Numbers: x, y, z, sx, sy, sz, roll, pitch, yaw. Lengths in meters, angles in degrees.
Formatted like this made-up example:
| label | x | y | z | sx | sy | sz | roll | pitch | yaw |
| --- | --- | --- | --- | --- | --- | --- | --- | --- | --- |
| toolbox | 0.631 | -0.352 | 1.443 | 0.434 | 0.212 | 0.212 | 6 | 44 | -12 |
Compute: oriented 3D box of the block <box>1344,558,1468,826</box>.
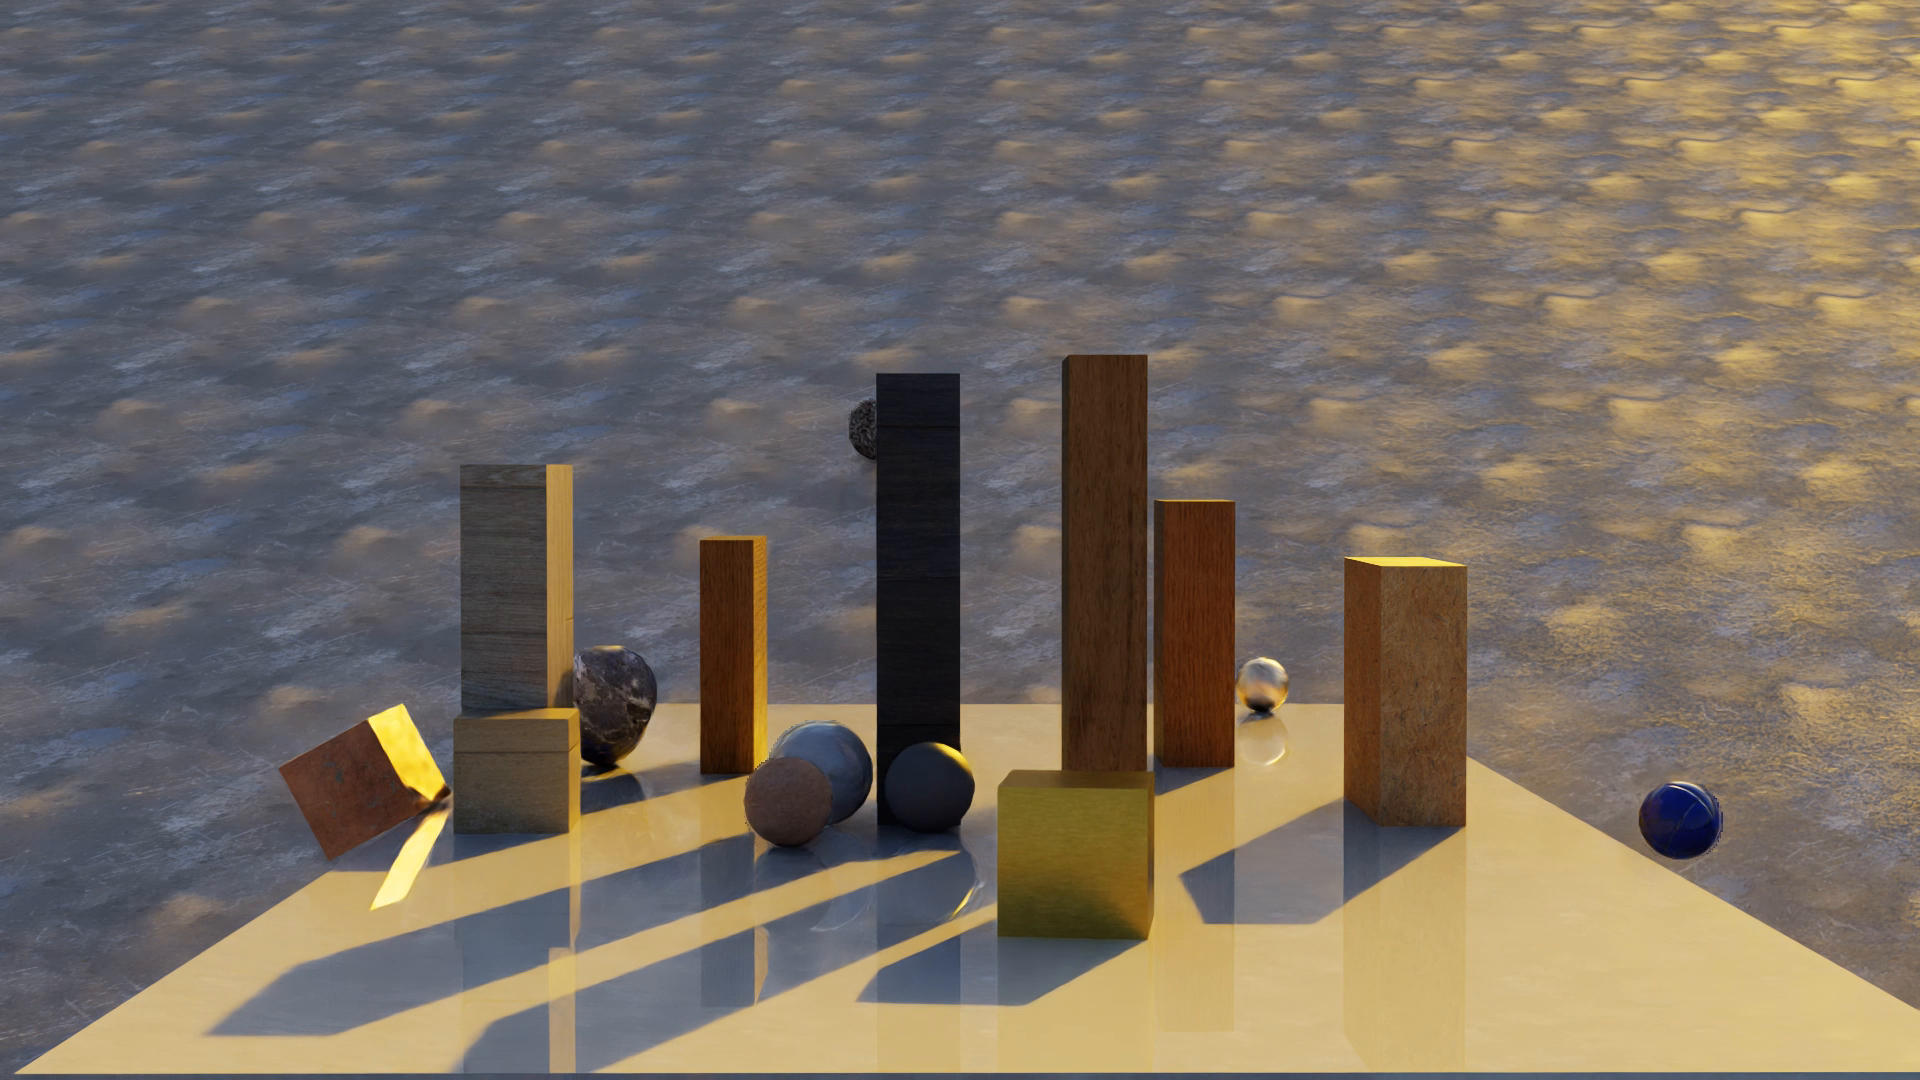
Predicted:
| label | x | y | z | sx | sy | sz | roll | pitch | yaw |
| --- | --- | --- | --- | --- | --- | --- | --- | --- | --- |
| block | 0.775 | 0.256 | 4.517 | 0.144 | 0.437 | 0.409 | 0 | 2 | 0 |

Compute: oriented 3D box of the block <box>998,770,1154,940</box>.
| label | x | y | z | sx | sy | sz | roll | pitch | yaw |
| --- | --- | --- | --- | --- | --- | --- | --- | --- | --- |
| block | 0.155 | 0.410 | 3.388 | 0.192 | 0.192 | 0.192 | 0 | 2 | 7 |

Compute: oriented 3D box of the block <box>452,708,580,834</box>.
| label | x | y | z | sx | sy | sz | roll | pitch | yaw |
| --- | --- | --- | --- | --- | --- | --- | --- | --- | --- |
| block | -0.743 | 0.386 | 4.333 | 0.189 | 0.189 | 0.189 | 0 | 2 | -3 |

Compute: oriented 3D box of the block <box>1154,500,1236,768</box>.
| label | x | y | z | sx | sy | sz | roll | pitch | yaw |
| --- | --- | --- | --- | --- | --- | --- | --- | --- | --- |
| block | 0.480 | 0.186 | 5.298 | 0.143 | 0.534 | 0.260 | 0 | 2 | 0 |

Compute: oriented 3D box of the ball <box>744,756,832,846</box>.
| label | x | y | z | sx | sy | sz | roll | pitch | yaw |
| --- | --- | --- | --- | --- | --- | --- | --- | --- | --- |
| ball | -0.273 | 0.416 | 4.099 | 0.142 | 0.142 | 0.142 | 0 | 25 | 0 |

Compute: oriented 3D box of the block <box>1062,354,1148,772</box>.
| label | x | y | z | sx | sy | sz | roll | pitch | yaw |
| --- | --- | --- | --- | --- | --- | --- | --- | --- | --- |
| block | 0.239 | 0.089 | 4.304 | 0.127 | 0.783 | 0.278 | 0 | 2 | 0 |

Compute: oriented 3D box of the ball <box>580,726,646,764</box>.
| label | x | y | z | sx | sy | sz | roll | pitch | yaw |
| --- | --- | --- | --- | --- | --- | --- | --- | --- | --- |
| ball | -0.726 | 0.366 | 5.237 | 0.179 | 0.179 | 0.179 | 0 | 25 | 0 |

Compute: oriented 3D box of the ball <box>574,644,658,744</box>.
| label | x | y | z | sx | sy | sz | roll | pitch | yaw |
| --- | --- | --- | --- | --- | --- | --- | --- | --- | --- |
| ball | -0.691 | 0.302 | 5.050 | 0.195 | 0.195 | 0.195 | 0 | 25 | 0 |

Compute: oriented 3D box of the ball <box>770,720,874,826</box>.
| label | x | y | z | sx | sy | sz | roll | pitch | yaw |
| --- | --- | --- | --- | --- | --- | --- | --- | --- | --- |
| ball | -0.234 | 0.392 | 4.330 | 0.177 | 0.177 | 0.177 | 0 | 25 | 0 |

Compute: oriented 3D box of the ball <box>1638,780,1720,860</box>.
| label | x | y | z | sx | sy | sz | roll | pitch | yaw |
| --- | --- | --- | --- | --- | --- | --- | --- | --- | --- |
| ball | 1.219 | 0.474 | 4.366 | 0.134 | 0.134 | 0.134 | 0 | 25 | 0 |

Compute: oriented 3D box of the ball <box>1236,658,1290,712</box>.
| label | x | y | z | sx | sy | sz | roll | pitch | yaw |
| --- | --- | --- | --- | --- | --- | --- | --- | --- | --- |
| ball | 0.745 | 0.357 | 6.354 | 0.131 | 0.131 | 0.131 | 0 | 25 | 0 |

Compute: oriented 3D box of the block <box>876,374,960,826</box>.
| label | x | y | z | sx | sy | sz | roll | pitch | yaw |
| --- | --- | --- | --- | --- | --- | --- | --- | --- | --- |
| block | -0.070 | 0.095 | 4.522 | 0.140 | 0.759 | 0.394 | 0 | 2 | 0 |

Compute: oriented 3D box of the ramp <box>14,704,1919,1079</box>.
| label | x | y | z | sx | sy | sz | roll | pitch | yaw |
| --- | --- | --- | --- | --- | --- | --- | --- | --- | --- |
| ramp | 0.058 | 0.523 | 4.562 | 2.000 | 0.100 | 4.000 | 0 | 2 | 0 |

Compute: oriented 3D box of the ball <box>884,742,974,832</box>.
| label | x | y | z | sx | sy | sz | roll | pitch | yaw |
| --- | --- | --- | --- | --- | --- | --- | --- | --- | --- |
| ball | -0.050 | 0.408 | 4.259 | 0.149 | 0.149 | 0.149 | 0 | 25 | 0 |

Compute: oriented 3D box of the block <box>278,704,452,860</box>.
| label | x | y | z | sx | sy | sz | roll | pitch | yaw |
| --- | --- | --- | --- | --- | --- | --- | --- | --- | --- |
| block | -1.052 | 0.427 | 4.571 | 0.185 | 0.185 | 0.185 | -28 | 1 | 8 |

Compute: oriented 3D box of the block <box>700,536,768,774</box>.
| label | x | y | z | sx | sy | sz | roll | pitch | yaw |
| --- | --- | --- | --- | --- | --- | --- | --- | --- | --- |
| block | -0.458 | 0.225 | 5.232 | 0.105 | 0.460 | 0.348 | 0 | 2 | 0 |

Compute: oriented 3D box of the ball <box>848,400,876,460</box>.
| label | x | y | z | sx | sy | sz | roll | pitch | yaw |
| --- | --- | --- | --- | --- | --- | --- | --- | --- | --- |
| ball | -0.259 | -0.349 | 8.165 | 0.191 | 0.191 | 0.191 | 0 | 25 | 0 |

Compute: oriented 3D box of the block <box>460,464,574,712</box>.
| label | x | y | z | sx | sy | sz | roll | pitch | yaw |
| --- | --- | --- | --- | --- | --- | --- | --- | --- | --- |
| block | -0.783 | 0.170 | 4.576 | 0.148 | 0.607 | 0.300 | 0 | 2 | 0 |
